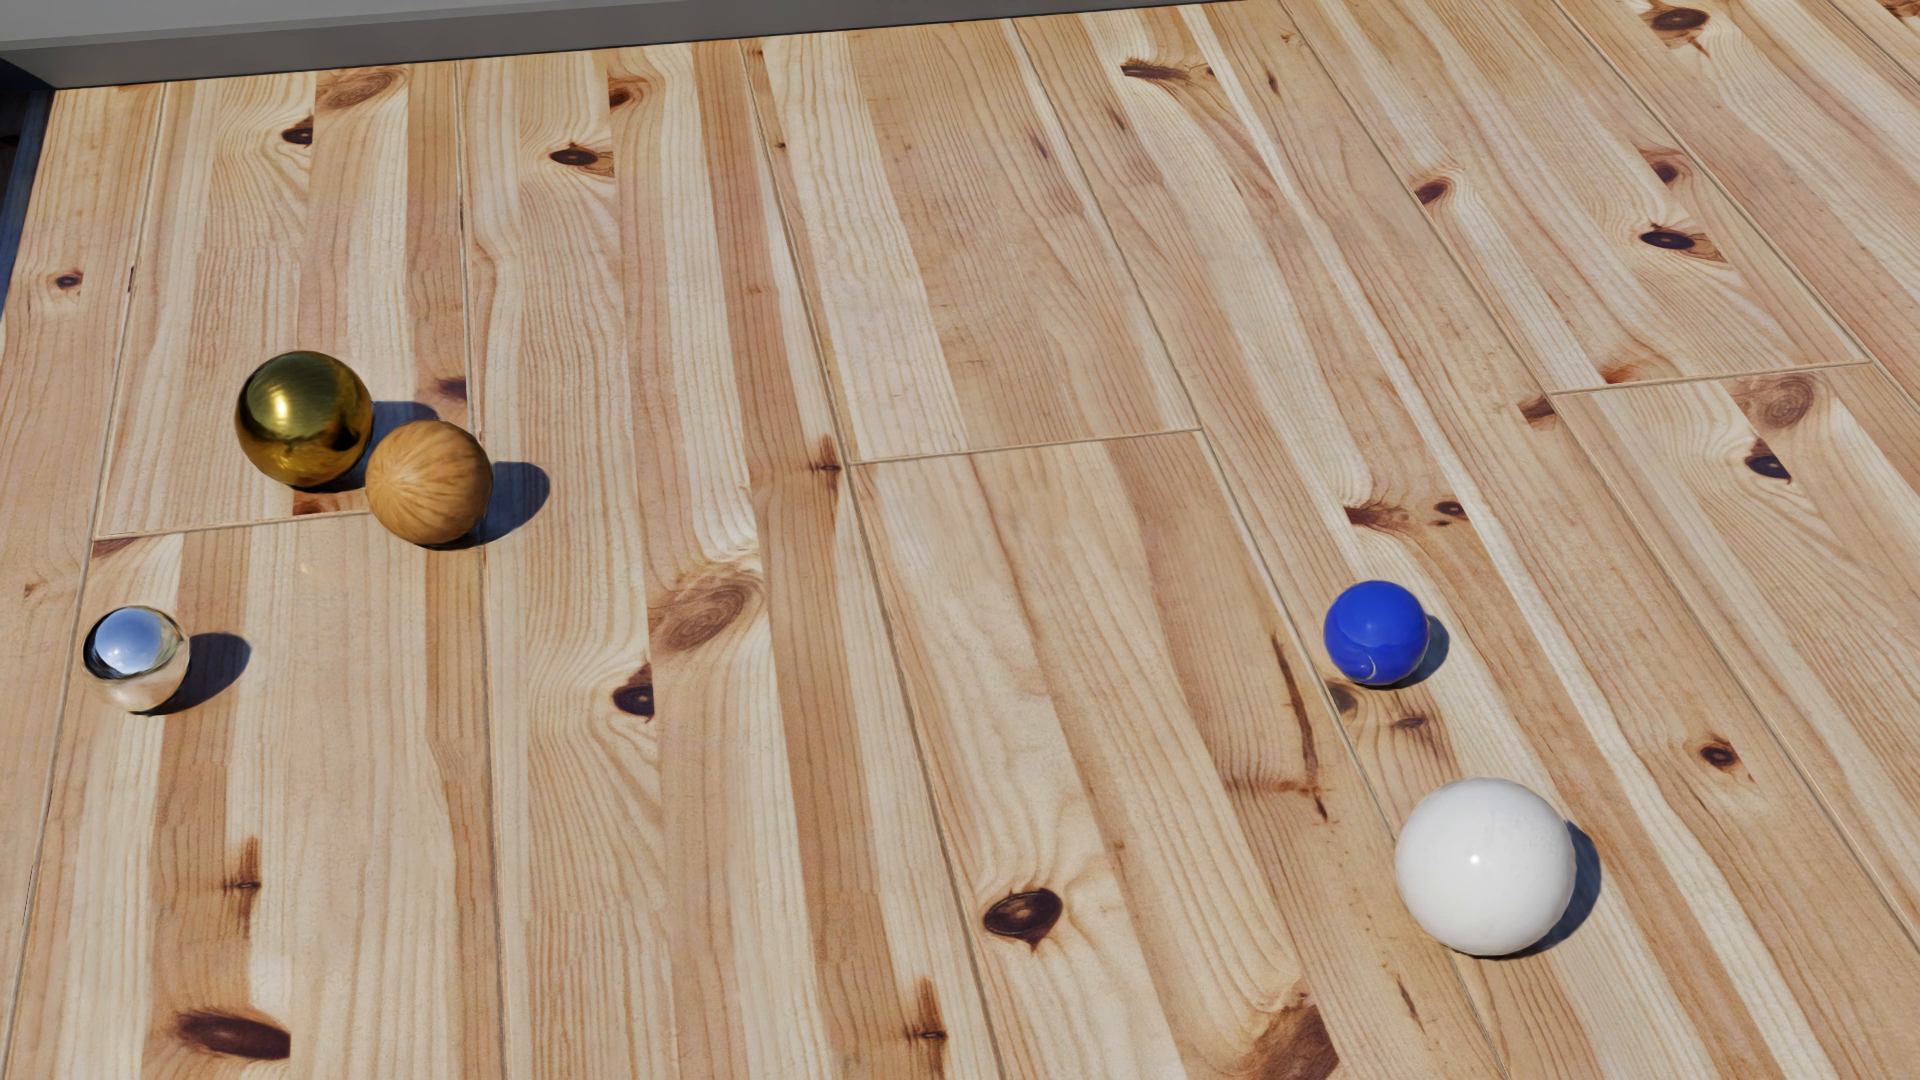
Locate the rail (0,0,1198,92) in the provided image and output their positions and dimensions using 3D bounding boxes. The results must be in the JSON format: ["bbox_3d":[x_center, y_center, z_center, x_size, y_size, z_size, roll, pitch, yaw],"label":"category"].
[{"bbox_3d":[0.576,-0.571,2.363,2.933,0.123,0.045,-6,36,-8],"label":"rail"}]

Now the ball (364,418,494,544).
[{"bbox_3d":[-0.344,-0.038,1.662,0.082,0.082,0.082,0,36,0],"label":"ball"}]

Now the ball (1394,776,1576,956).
[{"bbox_3d":[0.278,0.173,1.360,0.095,0.095,0.095,0,36,0],"label":"ball"}]

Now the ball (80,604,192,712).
[{"bbox_3d":[-0.490,0.070,1.528,0.064,0.064,0.064,0,36,0],"label":"ball"}]

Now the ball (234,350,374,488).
[{"bbox_3d":[-0.438,-0.081,1.714,0.091,0.091,0.091,0,36,0],"label":"ball"}]

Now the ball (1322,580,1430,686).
[{"bbox_3d":[0.251,0.056,1.548,0.064,0.064,0.064,0,36,0],"label":"ball"}]
